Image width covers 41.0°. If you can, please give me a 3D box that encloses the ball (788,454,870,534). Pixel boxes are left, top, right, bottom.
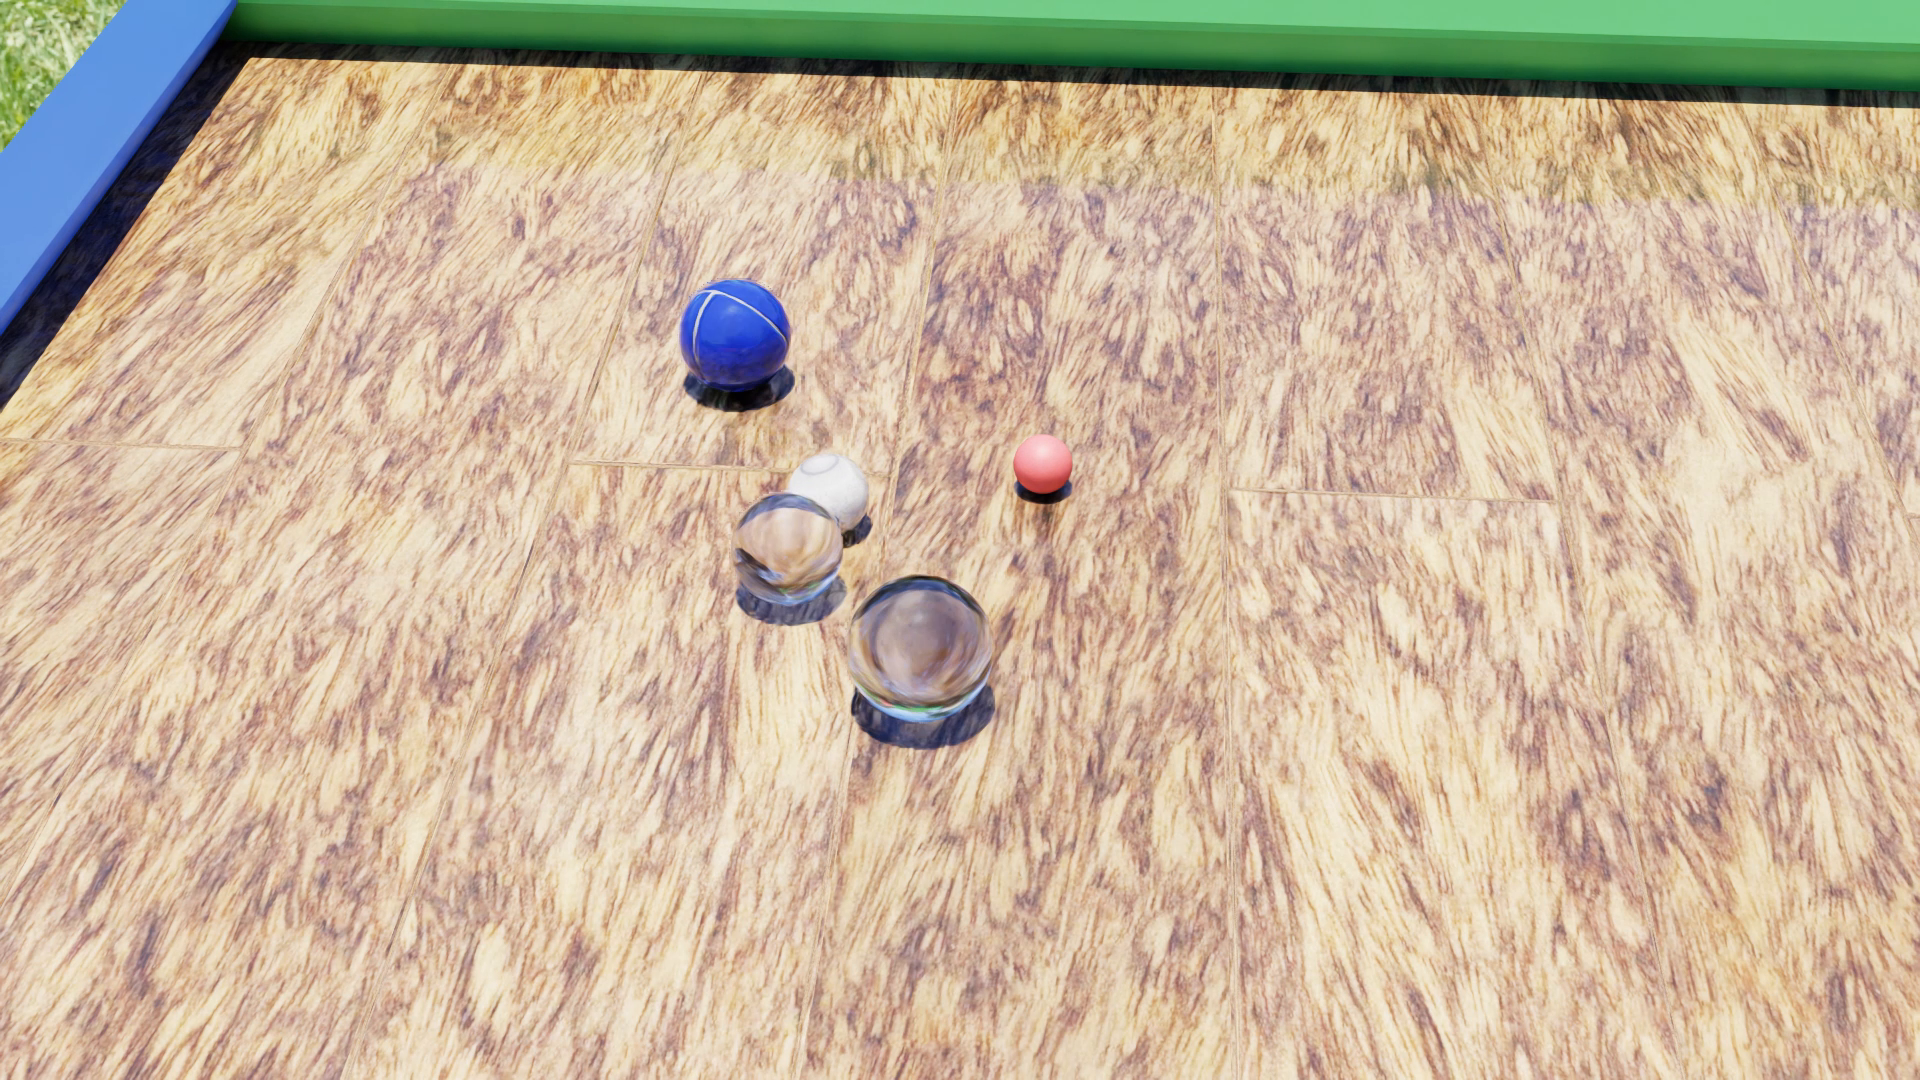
[{"bbox_3d":[-0.095,-0.033,1.866,0.060,0.060,0.060,0,35,0],"label":"ball"}]

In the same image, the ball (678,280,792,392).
[{"bbox_3d":[-0.177,-0.161,2.021,0.089,0.089,0.089,0,35,0],"label":"ball"}]

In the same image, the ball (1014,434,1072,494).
[{"bbox_3d":[0.062,-0.057,1.912,0.044,0.044,0.044,0,35,0],"label":"ball"}]

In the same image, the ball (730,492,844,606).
[{"bbox_3d":[-0.121,0.006,1.793,0.079,0.079,0.079,0,35,0],"label":"ball"}]

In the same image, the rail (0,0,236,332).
[{"bbox_3d":[-0.788,-0.056,1.839,0.045,0.127,1.739,2,35,3],"label":"rail"}]

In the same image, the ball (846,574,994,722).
[{"bbox_3d":[-0.026,0.071,1.685,0.098,0.098,0.098,0,35,0],"label":"ball"}]

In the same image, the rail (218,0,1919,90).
[{"bbox_3d":[0.871,-0.477,2.435,3.253,0.127,0.045,2,35,3],"label":"rail"}]
